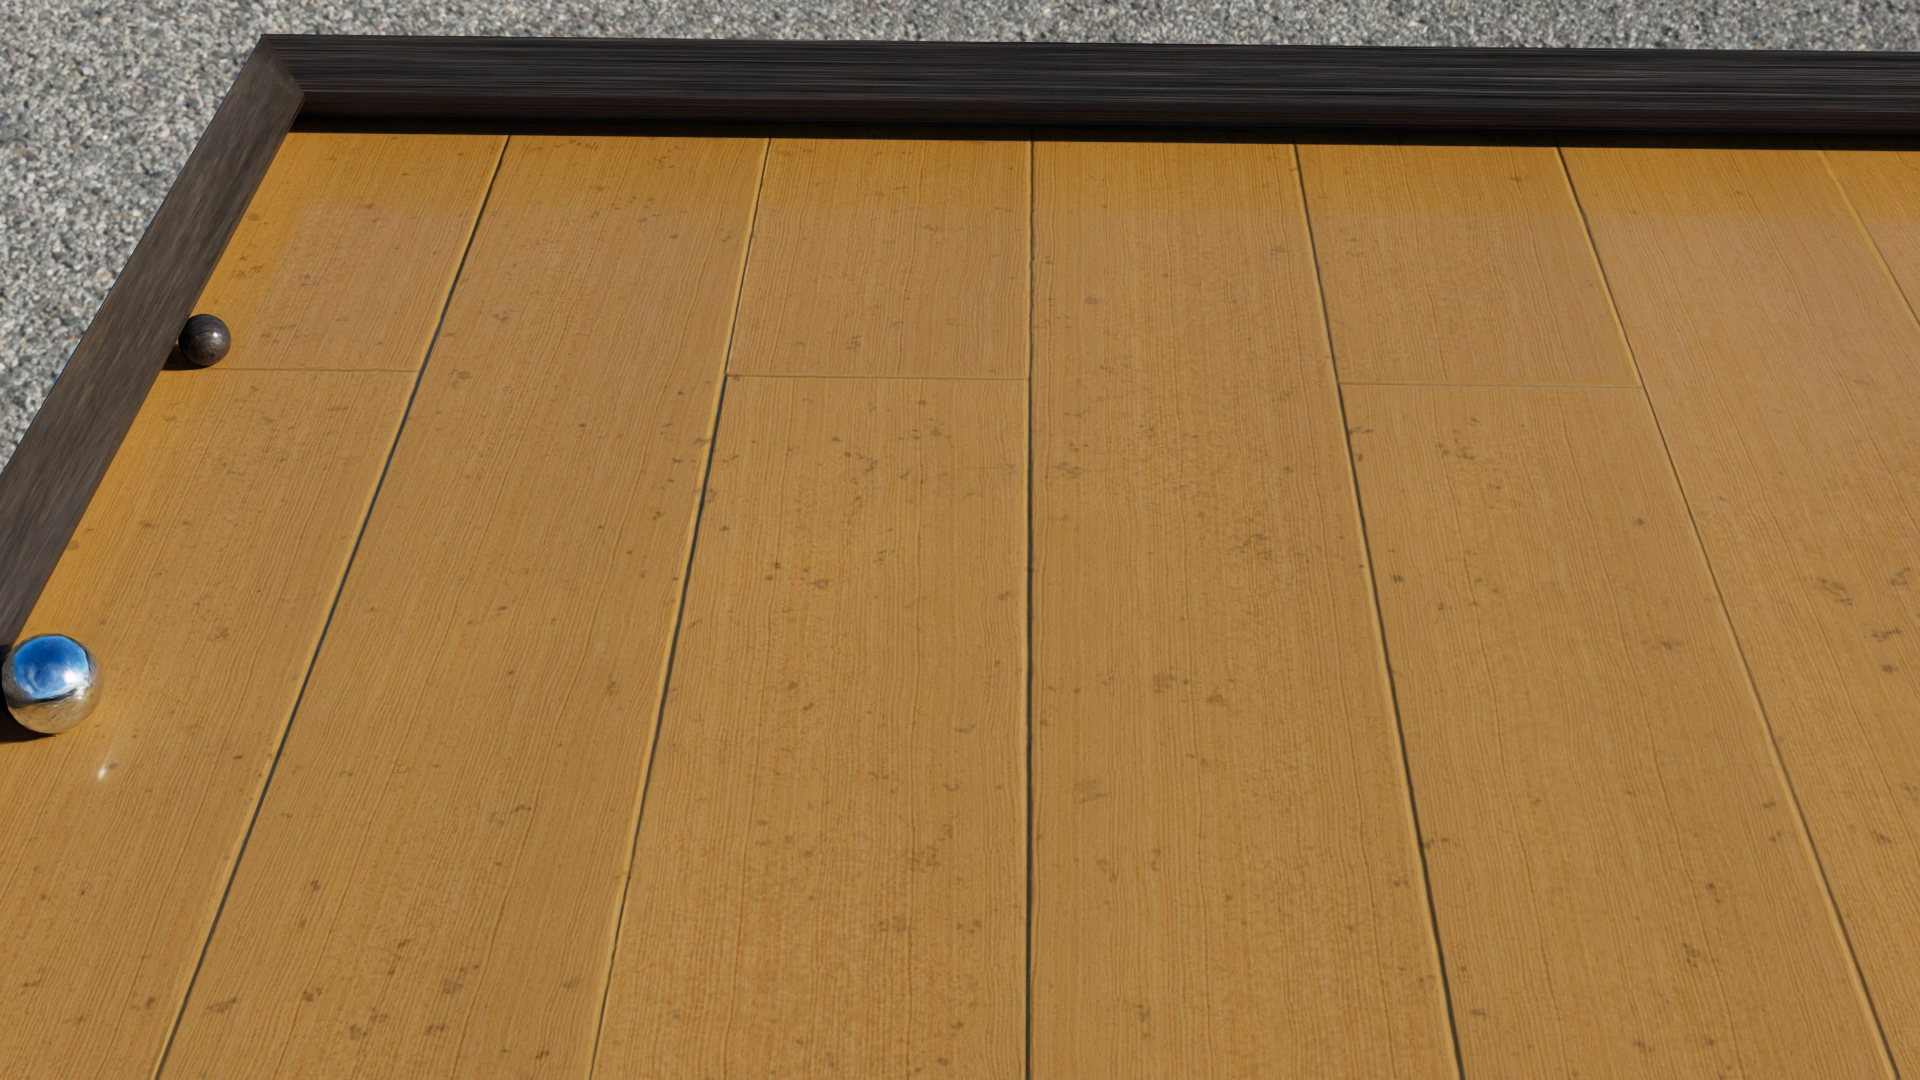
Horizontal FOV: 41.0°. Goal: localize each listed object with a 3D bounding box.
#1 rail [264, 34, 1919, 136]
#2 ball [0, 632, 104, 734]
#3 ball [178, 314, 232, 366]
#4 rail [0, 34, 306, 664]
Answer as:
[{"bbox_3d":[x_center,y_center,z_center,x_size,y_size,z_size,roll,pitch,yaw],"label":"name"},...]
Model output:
[{"bbox_3d":[0.701,-0.412,2.417,2.732,0.088,0.045,1,35,1],"label":"rail"},{"bbox_3d":[-0.609,0.096,1.717,0.068,0.068,0.068,0,35,0],"label":"ball"},{"bbox_3d":[-0.620,-0.165,2.107,0.042,0.042,0.042,0,35,0],"label":"ball"},{"bbox_3d":[-0.659,-0.024,1.867,0.045,0.088,1.463,1,35,1],"label":"rail"}]
